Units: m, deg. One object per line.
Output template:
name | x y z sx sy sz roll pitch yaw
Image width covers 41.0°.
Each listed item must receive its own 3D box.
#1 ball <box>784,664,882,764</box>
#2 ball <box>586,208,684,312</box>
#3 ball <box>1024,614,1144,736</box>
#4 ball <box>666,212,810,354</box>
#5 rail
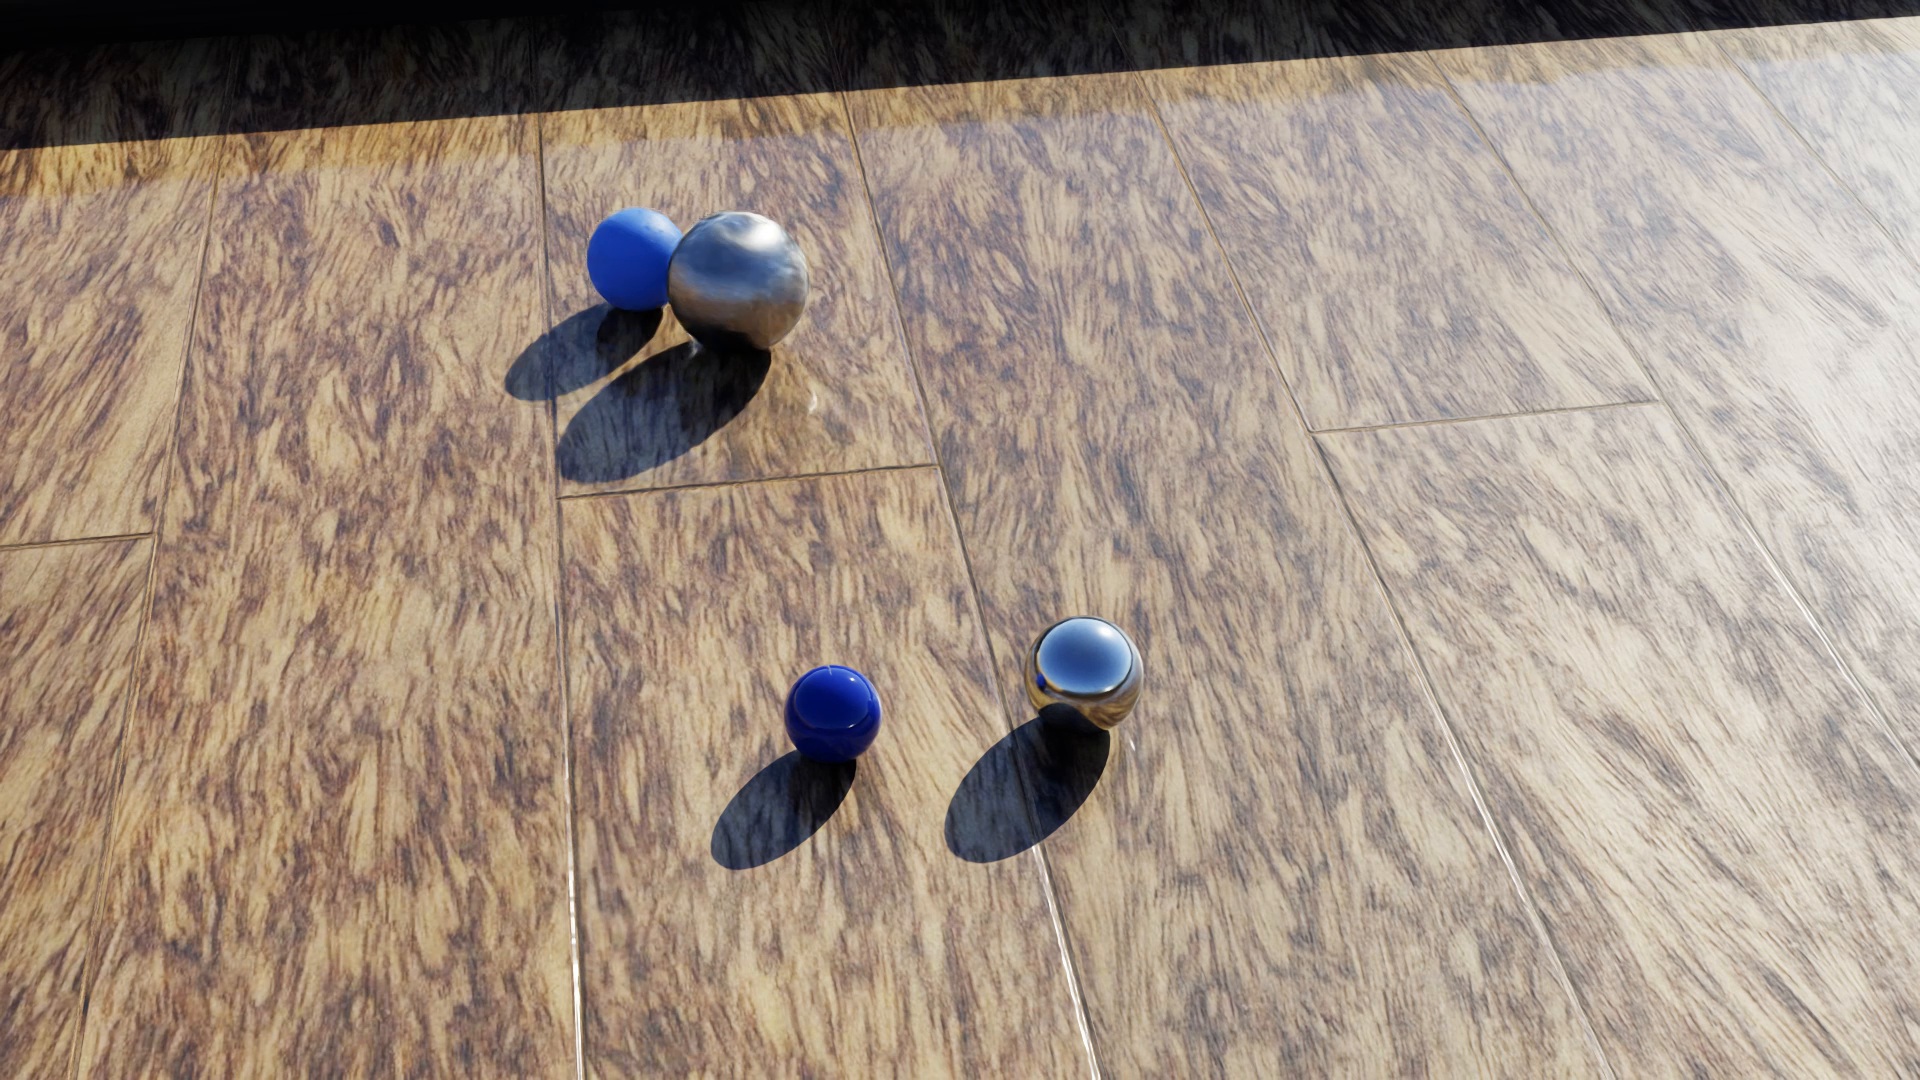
ball | -0.071 0.098 1.439 0.056 0.056 0.056 0 36 0
ball | -0.229 -0.199 1.828 0.073 0.073 0.073 0 36 0
ball | 0.070 0.077 1.457 0.068 0.068 0.068 0 36 0
ball | -0.154 -0.178 1.778 0.099 0.099 0.099 0 36 0
rail | 0.695 -0.596 2.320 3.342 0.128 0.045 -5 37 -7
